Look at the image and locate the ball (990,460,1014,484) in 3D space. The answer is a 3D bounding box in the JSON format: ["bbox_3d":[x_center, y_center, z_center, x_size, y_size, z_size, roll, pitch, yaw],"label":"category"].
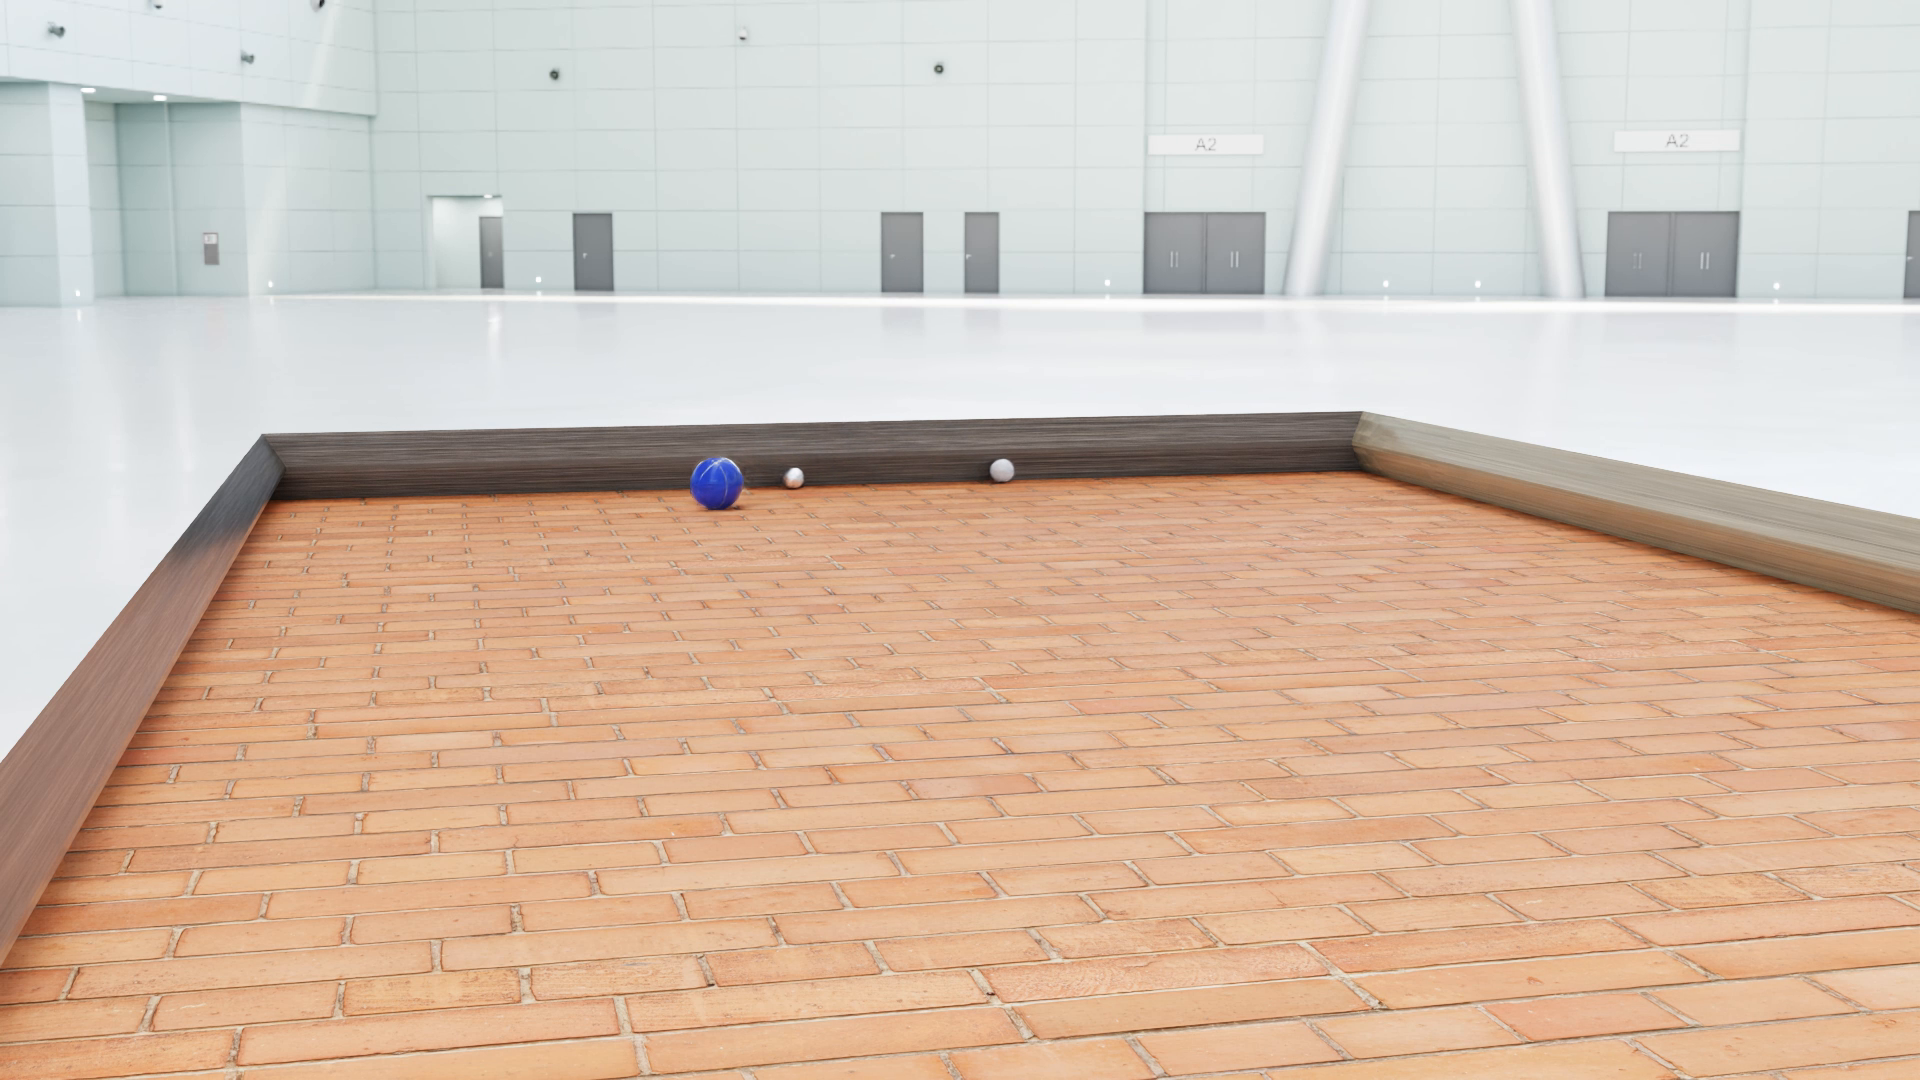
[{"bbox_3d":[0.087,-0.143,4.569,0.050,0.050,0.050,0,8,0],"label":"ball"}]

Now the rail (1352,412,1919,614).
[{"bbox_3d":[1.332,0.060,2.847,0.045,0.129,4.055,-2,8,-13],"label":"rail"}]

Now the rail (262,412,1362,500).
[{"bbox_3d":[-0.232,-0.176,4.515,2.299,0.129,0.045,-2,8,-13],"label":"rail"}]

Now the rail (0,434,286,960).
[{"bbox_3d":[-0.857,0.133,2.325,0.045,0.129,4.055,-2,8,-13],"label":"rail"}]

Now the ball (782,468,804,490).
[{"bbox_3d":[-0.338,-0.125,4.462,0.044,0.044,0.044,0,8,0],"label":"ball"}]

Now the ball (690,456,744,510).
[{"bbox_3d":[-0.457,-0.107,4.139,0.099,0.099,0.099,0,8,0],"label":"ball"}]
